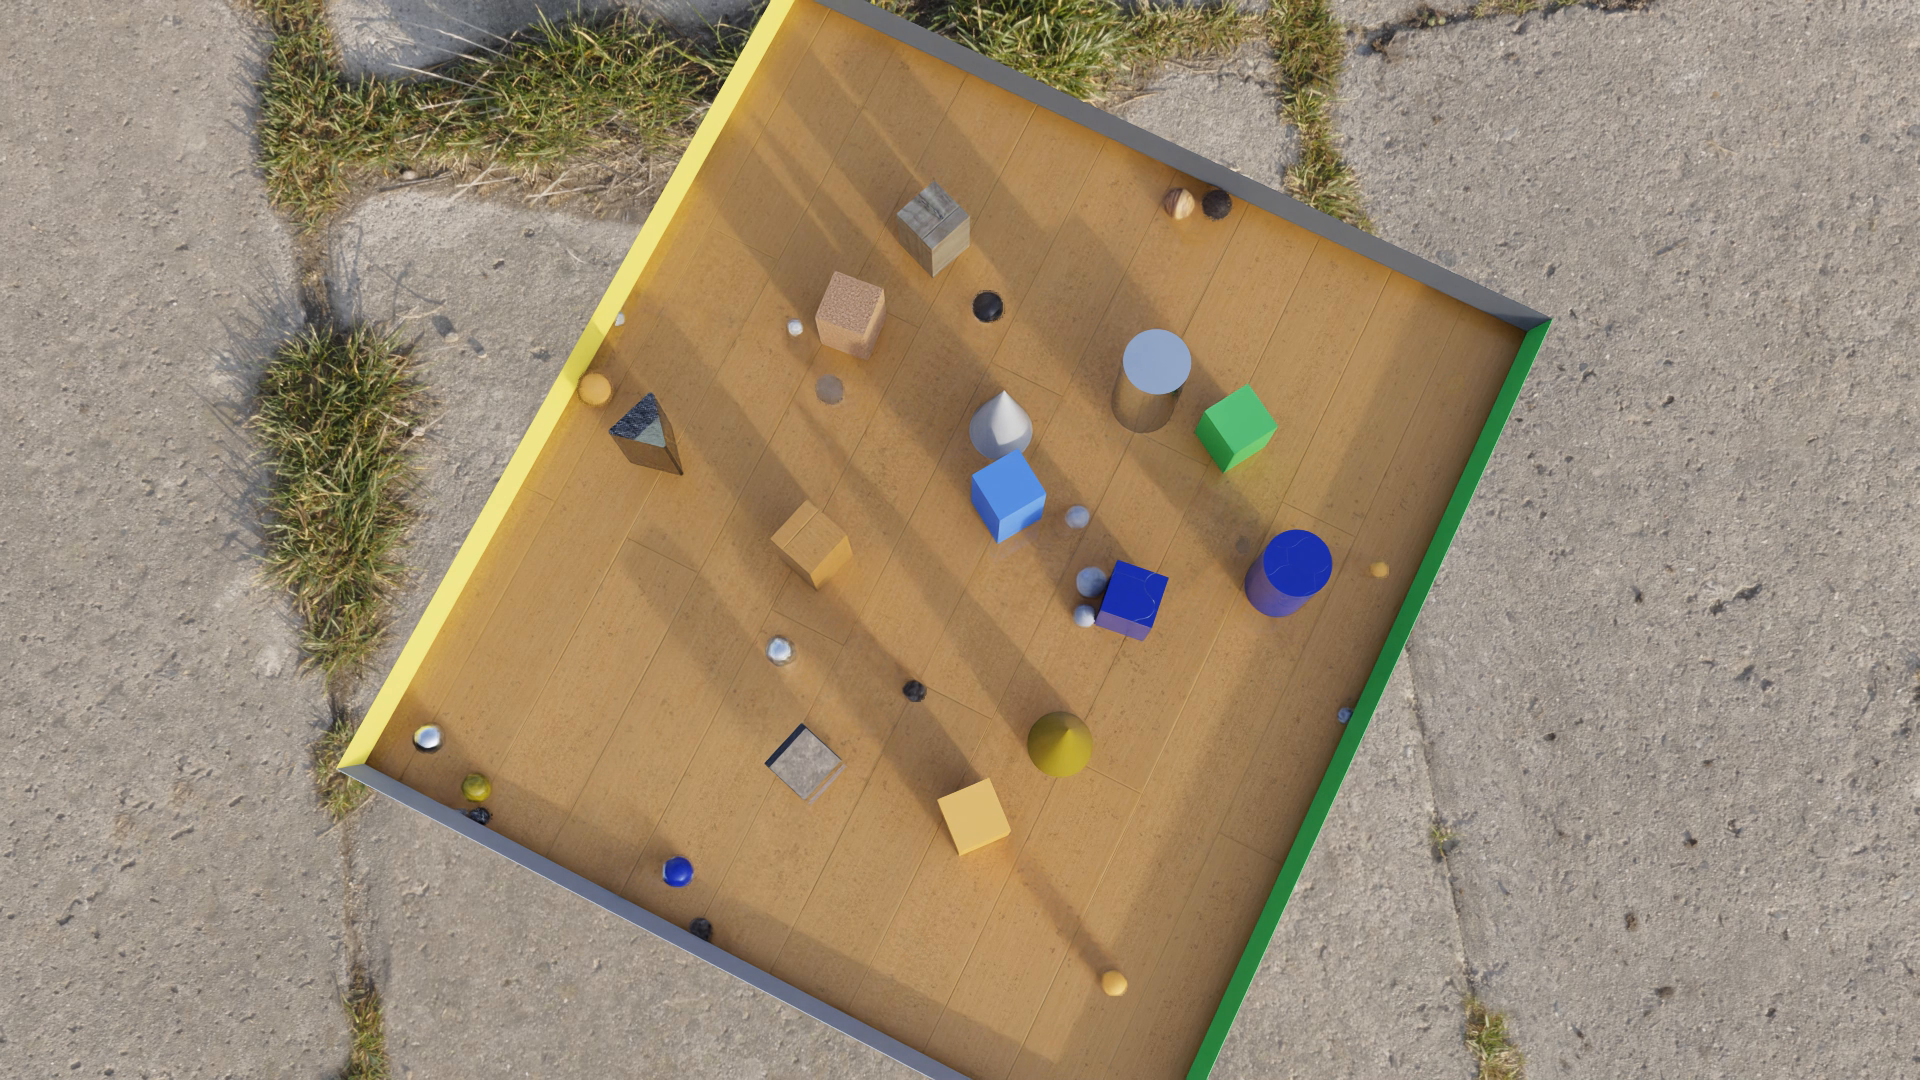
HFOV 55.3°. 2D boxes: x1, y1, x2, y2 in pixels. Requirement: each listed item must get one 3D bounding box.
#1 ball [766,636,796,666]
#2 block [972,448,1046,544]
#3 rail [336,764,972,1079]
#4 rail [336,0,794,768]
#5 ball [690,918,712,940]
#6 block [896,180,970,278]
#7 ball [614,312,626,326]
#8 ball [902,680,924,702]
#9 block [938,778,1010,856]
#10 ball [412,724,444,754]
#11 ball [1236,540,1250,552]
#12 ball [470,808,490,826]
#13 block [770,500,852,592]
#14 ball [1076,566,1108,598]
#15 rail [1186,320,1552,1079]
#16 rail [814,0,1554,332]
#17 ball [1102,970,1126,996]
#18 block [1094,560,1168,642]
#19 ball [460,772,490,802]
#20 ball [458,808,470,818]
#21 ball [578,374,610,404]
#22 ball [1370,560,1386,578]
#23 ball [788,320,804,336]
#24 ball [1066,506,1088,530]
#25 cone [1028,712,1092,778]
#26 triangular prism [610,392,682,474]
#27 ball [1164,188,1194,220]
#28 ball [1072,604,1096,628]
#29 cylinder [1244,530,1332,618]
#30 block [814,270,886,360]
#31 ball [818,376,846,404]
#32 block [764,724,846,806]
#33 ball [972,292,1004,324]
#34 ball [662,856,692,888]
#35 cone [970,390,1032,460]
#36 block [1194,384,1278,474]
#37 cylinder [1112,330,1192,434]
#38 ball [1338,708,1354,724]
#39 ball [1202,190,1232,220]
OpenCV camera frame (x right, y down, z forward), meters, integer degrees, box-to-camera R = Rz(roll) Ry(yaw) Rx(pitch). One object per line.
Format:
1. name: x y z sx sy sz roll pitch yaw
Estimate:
1. ball: -0.536 0.336 5.501 0.090 0.090 0.090 0 78 0
2. block: 0.142 -0.127 5.471 0.158 0.337 0.158 -30 80 -6
3. rail: -0.629 1.239 5.294 2.645 0.128 0.045 26 80 5
4. rail: -1.162 -0.562 5.667 0.045 0.128 2.862 26 80 5
5. ball: -0.755 1.137 5.348 0.066 0.066 0.066 0 78 0
6. block: -0.082 -0.961 5.686 0.158 0.254 0.158 -43 81 -8
7. ball: -1.068 -0.693 5.739 0.042 0.042 0.042 0 78 0
8. ball: -0.139 0.451 5.491 0.064 0.064 0.064 0 78 0
9. block: 0.040 0.802 5.285 0.158 0.324 0.158 -22 79 -4
10. ball: -1.581 0.591 5.447 0.092 0.092 0.092 0 78 0
11. ball: 0.863 0.017 5.593 0.040 0.040 0.040 0 78 0
12. ball: -1.420 0.819 5.417 0.059 0.059 0.059 0 78 0
13. block: -0.439 0.021 5.459 0.158 0.300 0.158 41 81 8
14. ball: 0.399 0.127 5.542 0.094 0.094 0.094 0 78 0
15. rail: 1.162 0.576 5.431 0.045 0.128 2.862 26 80 5
16. rail: 0.629 -1.226 5.804 2.645 0.128 0.045 26 80 5
17. ball: 0.446 1.284 5.314 0.072 0.072 0.072 0 78 0
18. block: 0.506 0.183 5.443 0.158 0.265 0.158 19 79 4
19. ball: -1.433 0.732 5.420 0.088 0.088 0.088 0 78 0
20. ball: -1.472 0.815 5.427 0.041 0.041 0.041 0 78 0
21. ball: -1.129 -0.467 5.663 0.098 0.098 0.098 0 78 0
22. ball: 1.272 0.089 5.572 0.051 0.051 0.051 0 78 0
23. ball: -0.515 -0.663 5.729 0.048 0.048 0.048 0 78 0
24. ball: 0.357 -0.069 5.594 0.071 0.071 0.071 0 78 0
25. cone: 0.300 0.566 5.269 0.197 0.450 0.197 0 78 0
26. triangular prism: -0.920 -0.327 5.507 0.171 0.347 0.148 15 79 3
27. ball: 0.692 -1.060 5.786 0.098 0.098 0.098 0 78 0
28. ball: 0.376 0.228 5.533 0.071 0.071 0.071 0 78 0
29. cylinder: 0.966 0.102 5.412 0.197 0.360 0.197 0 78 0
30. block: -0.333 -0.685 5.625 0.158 0.261 0.158 21 79 4
31. ball: -0.398 -0.463 5.667 0.088 0.088 0.088 0 78 0
32. block: -0.449 0.658 5.357 0.158 0.242 0.158 42 81 8
33. ball: 0.086 -0.726 5.717 0.098 0.098 0.098 0 78 0
34. ball: -0.829 0.972 5.370 0.089 0.089 0.089 0 78 0
35. cone: 0.127 -0.386 5.474 0.197 0.435 0.197 0 78 0
36. block: 0.836 -0.336 5.564 0.158 0.240 0.158 -32 80 -6
37. cylinder: 0.569 -0.471 5.495 0.197 0.430 0.197 0 78 0
38. ball: 1.155 0.524 5.483 0.048 0.048 0.048 0 78 0
39. ball: 0.812 -1.059 5.788 0.094 0.094 0.094 0 78 0
